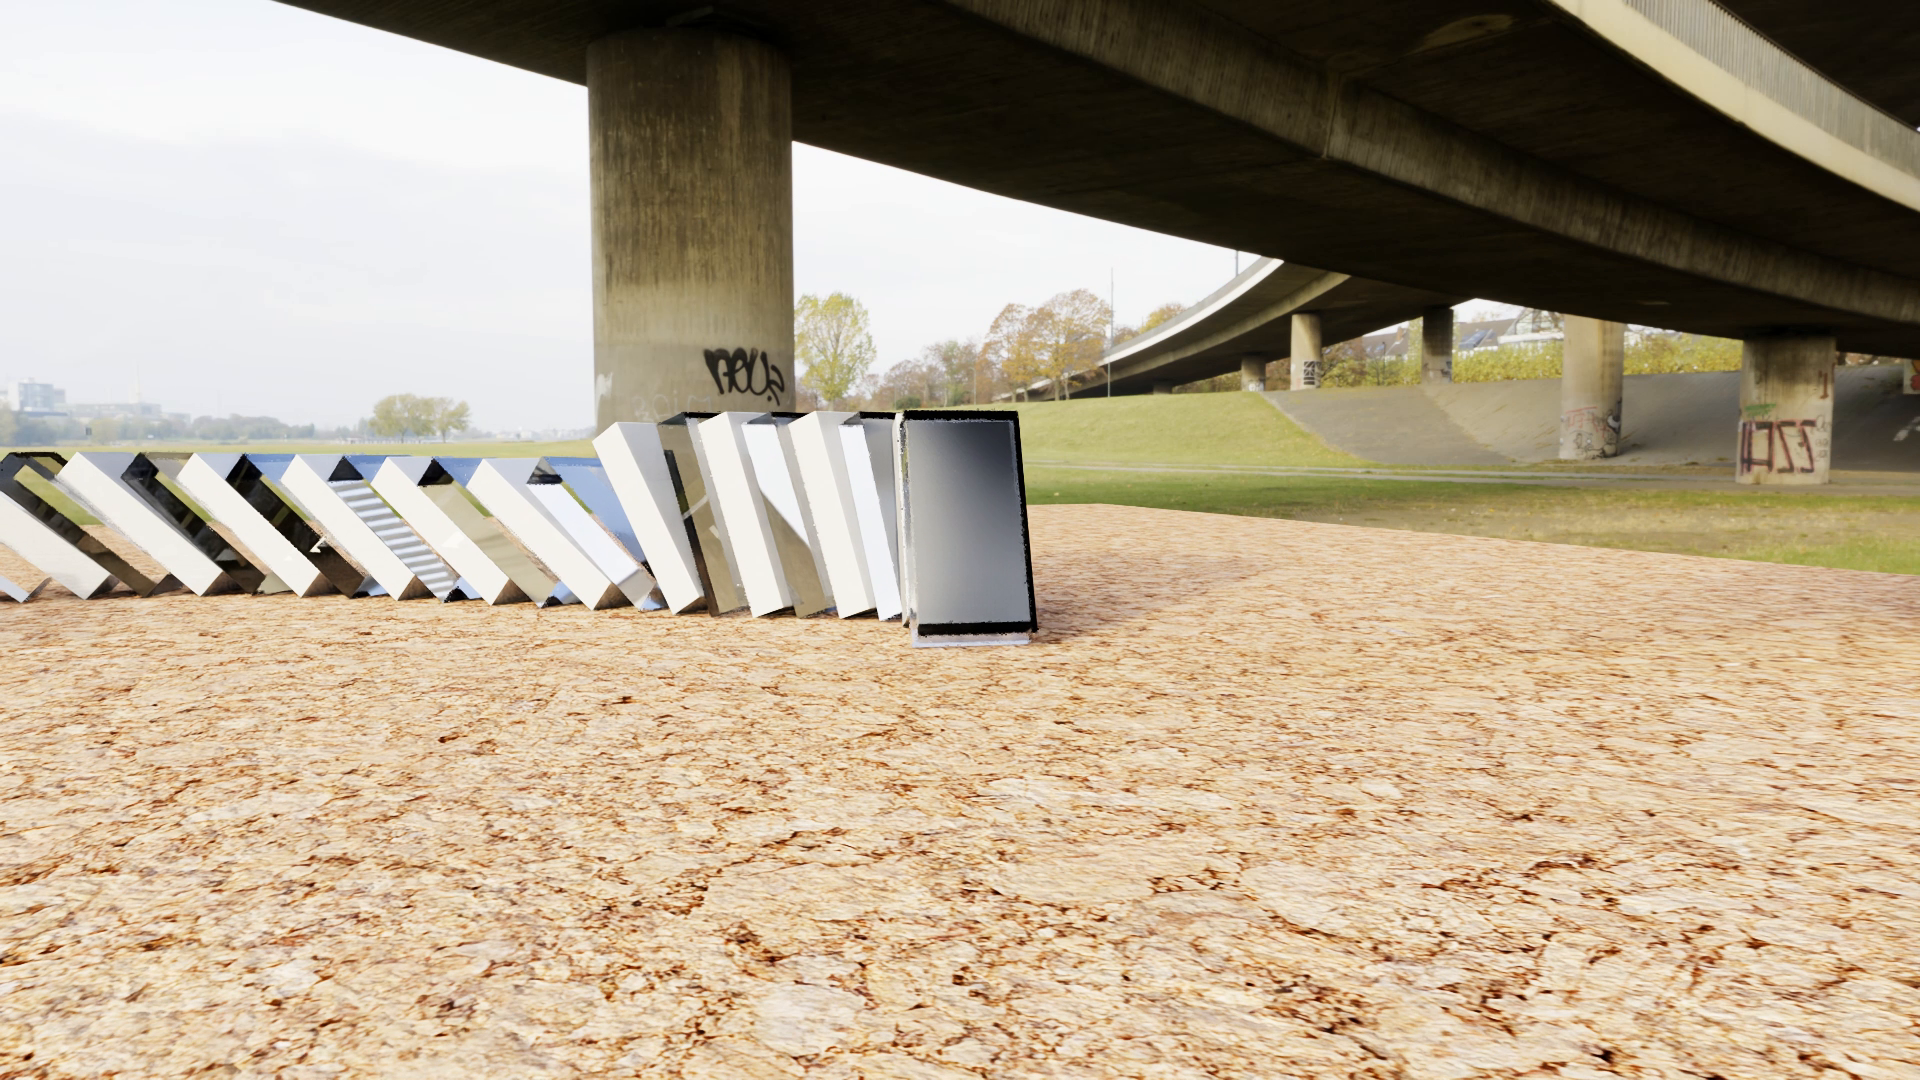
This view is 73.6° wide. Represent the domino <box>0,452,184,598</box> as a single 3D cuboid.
[{"bbox_3d":[-0.242,-0.005,0.361,0.050,0.009,0.025,42,-4,-11],"label":"domino"}]

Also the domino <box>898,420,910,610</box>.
[{"bbox_3d":[0.000,-0.004,0.295,0.025,0.050,0.009,-1,-19,-10],"label":"domino"}]

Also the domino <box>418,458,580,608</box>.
[{"bbox_3d":[-0.120,-0.003,0.348,0.050,0.010,0.025,41,16,12],"label":"domino"}]

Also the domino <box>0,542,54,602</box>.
[{"bbox_3d":[-0.271,-0.004,0.346,0.050,0.009,0.025,44,-15,-22],"label":"domino"}]

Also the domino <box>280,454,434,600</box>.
[{"bbox_3d":[-0.164,-0.004,0.363,0.050,0.010,0.025,42,15,10],"label":"domino"}]

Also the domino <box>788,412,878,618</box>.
[{"bbox_3d":[-0.025,-0.007,0.322,0.010,0.050,0.025,-20,-8,34],"label":"domino"}]

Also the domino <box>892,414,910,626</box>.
[{"bbox_3d":[-0.002,-0.005,0.305,0.025,0.050,0.010,-1,-19,-10],"label":"domino"}]

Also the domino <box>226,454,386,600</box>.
[{"bbox_3d":[-0.180,-0.005,0.365,0.050,0.009,0.025,41,11,6],"label":"domino"}]

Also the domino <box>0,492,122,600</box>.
[{"bbox_3d":[-0.257,-0.004,0.354,0.050,0.009,0.025,43,-10,-17],"label":"domino"}]

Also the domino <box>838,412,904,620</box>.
[{"bbox_3d":[-0.012,-0.006,0.317,0.025,0.050,0.009,-3,-15,-40],"label":"domino"}]

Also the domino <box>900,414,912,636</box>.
[{"bbox_3d":[0.001,-0.004,0.285,0.025,0.050,0.010,-1,-19,-10],"label":"domino"}]

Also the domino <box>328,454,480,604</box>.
[{"bbox_3d":[-0.149,-0.004,0.359,0.050,0.010,0.025,42,16,12],"label":"domino"}]

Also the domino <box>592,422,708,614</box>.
[{"bbox_3d":[-0.073,-0.006,0.331,0.010,0.050,0.025,-33,-12,25],"label":"domino"}]

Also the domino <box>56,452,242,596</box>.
[{"bbox_3d":[-0.227,-0.005,0.366,0.050,0.010,0.025,41,1,-4],"label":"domino"}]

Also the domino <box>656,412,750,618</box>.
[{"bbox_3d":[-0.059,-0.007,0.326,0.009,0.050,0.025,-20,-6,28],"label":"domino"}]

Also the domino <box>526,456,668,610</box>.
[{"bbox_3d":[-0.089,-0.003,0.340,0.050,0.010,0.025,43,20,20],"label":"domino"}]

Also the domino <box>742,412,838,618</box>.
[{"bbox_3d":[-0.037,-0.007,0.324,0.009,0.050,0.025,-20,-6,28],"label":"domino"}]

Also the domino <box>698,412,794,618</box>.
[{"bbox_3d":[-0.048,-0.007,0.325,0.009,0.050,0.025,-20,-6,28],"label":"domino"}]

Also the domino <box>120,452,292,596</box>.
[{"bbox_3d":[-0.211,-0.005,0.369,0.050,0.009,0.025,41,6,2],"label":"domino"}]

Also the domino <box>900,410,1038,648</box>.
[{"bbox_3d":[0.001,-0.003,0.274,0.025,0.050,0.009,-1,-19,-10],"label":"domino"}]

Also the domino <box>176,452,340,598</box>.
[{"bbox_3d":[-0.195,-0.005,0.368,0.050,0.010,0.025,42,9,5],"label":"domino"}]

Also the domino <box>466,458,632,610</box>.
[{"bbox_3d":[-0.105,-0.002,0.344,0.050,0.009,0.025,41,17,13],"label":"domino"}]

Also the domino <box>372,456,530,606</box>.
[{"bbox_3d":[-0.135,-0.003,0.353,0.050,0.009,0.025,42,16,12],"label":"domino"}]
